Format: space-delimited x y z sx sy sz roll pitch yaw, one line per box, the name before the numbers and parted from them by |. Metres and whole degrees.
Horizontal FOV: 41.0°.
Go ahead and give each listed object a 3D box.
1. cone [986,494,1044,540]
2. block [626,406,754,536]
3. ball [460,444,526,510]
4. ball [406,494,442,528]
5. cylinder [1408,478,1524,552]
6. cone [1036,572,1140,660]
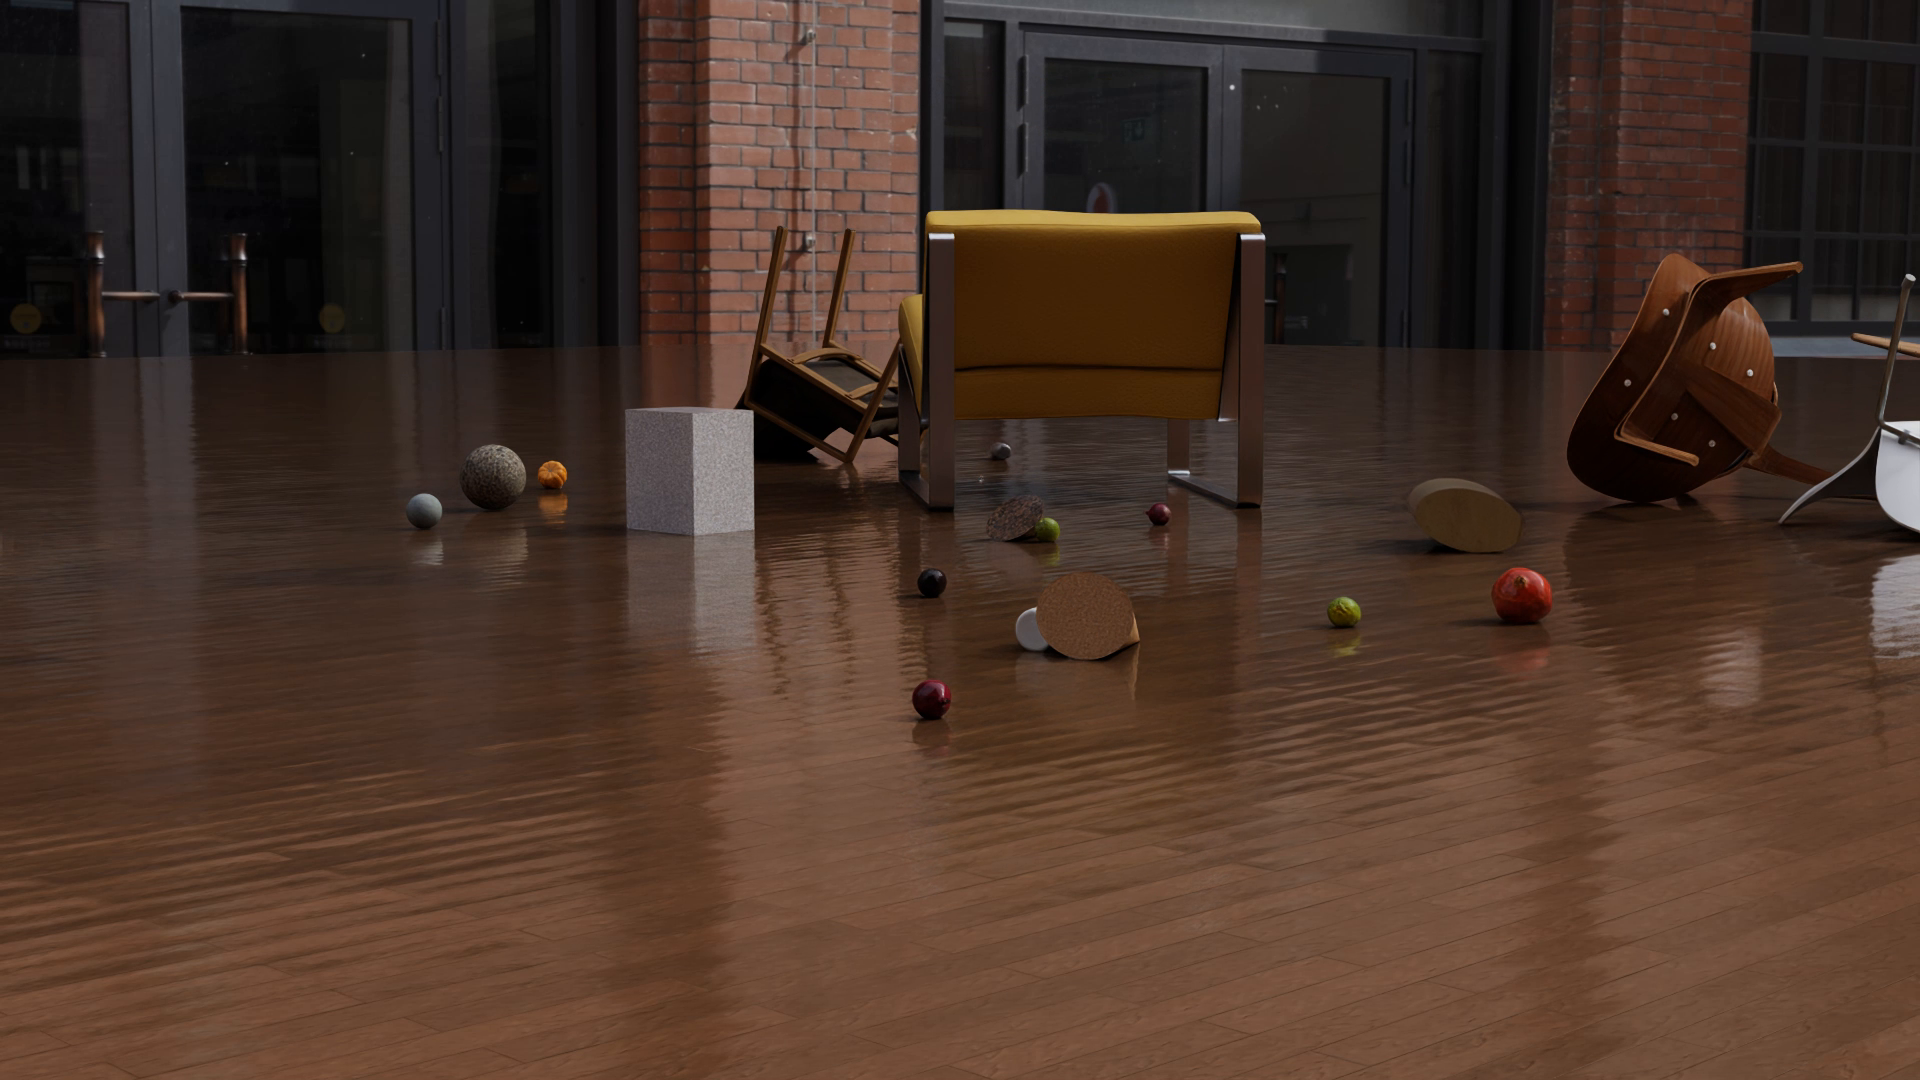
cone | 0.172 -0.033 6.452 0.167 0.104 0.156 -29 -28 16
block | -0.703 -0.183 6.674 0.275 0.311 0.202 6 8 44
ball | -1.316 -0.177 7.229 0.185 0.185 0.185 0 6 0
ball | -1.398 -0.075 6.692 0.092 0.092 0.092 0 6 0
cylinder | 1.230 -0.062 6.258 0.259 0.148 0.311 12 7 5
cone | 0.270 0.157 4.534 0.190 0.151 0.242 15 -5 30
